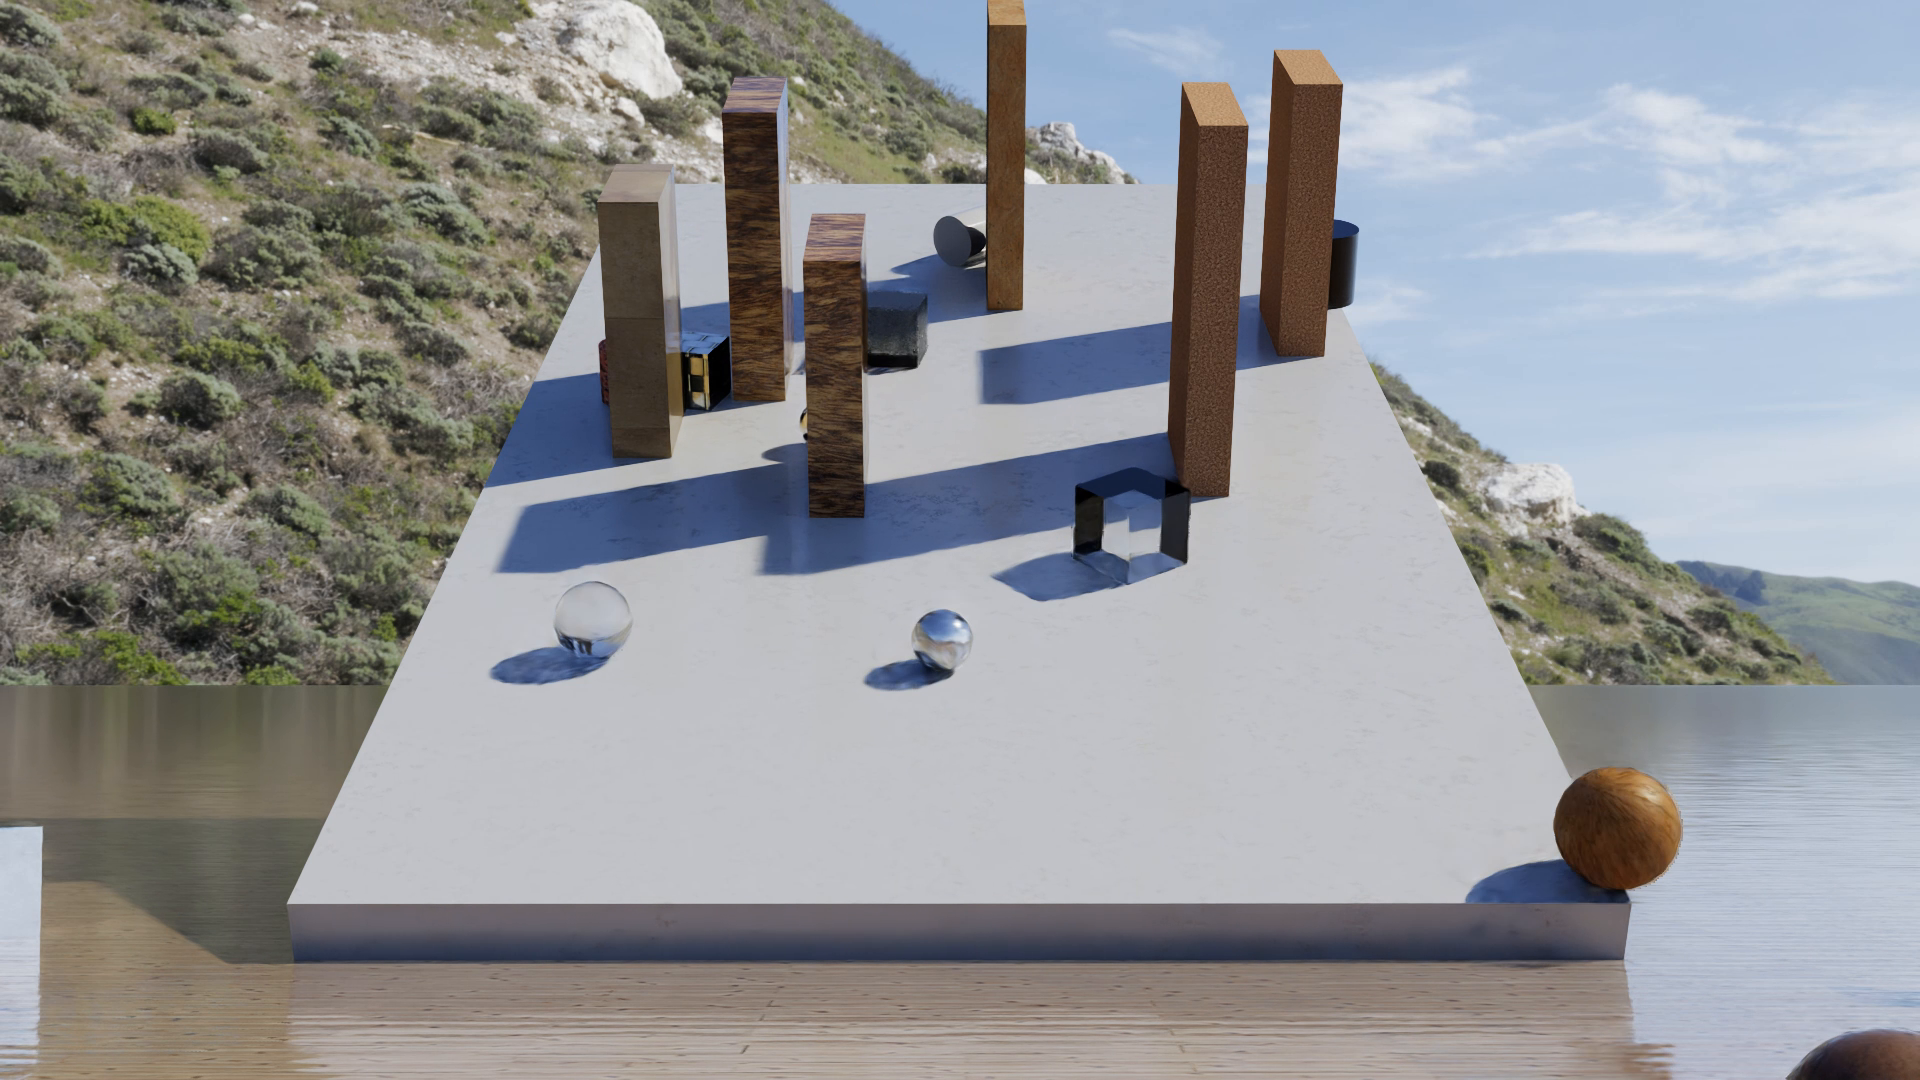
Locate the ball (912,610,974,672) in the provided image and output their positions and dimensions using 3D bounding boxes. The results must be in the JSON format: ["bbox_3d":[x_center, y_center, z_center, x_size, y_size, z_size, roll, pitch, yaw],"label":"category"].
[{"bbox_3d":[-0.031,0.178,4.136,0.111,0.111,0.111,0,-3,0],"label":"ball"}]

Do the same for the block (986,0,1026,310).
[{"bbox_3d":[0.116,-1.005,6.026,0.091,0.733,0.376,0,24,0],"label":"block"}]

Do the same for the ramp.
[{"bbox_3d":[-0.008,-0.228,5.306,2.000,0.100,4.000,0,24,0],"label":"ramp"}]

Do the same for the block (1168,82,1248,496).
[{"bbox_3d":[0.515,-0.527,4.887,0.097,0.789,0.373,0,24,0],"label":"block"}]

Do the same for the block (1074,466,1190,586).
[{"bbox_3d":[0.335,-0.029,4.546,0.158,0.158,0.158,-18,30,-35],"label":"block"}]

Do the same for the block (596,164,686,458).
[{"bbox_3d":[-0.692,-0.502,5.089,0.127,0.574,0.303,0,24,0],"label":"block"}]

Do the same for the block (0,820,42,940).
[{"bbox_3d":[-1.619,0.560,3.825,0.182,0.182,0.182,2,-4,-28],"label":"block"}]

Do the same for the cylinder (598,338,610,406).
[{"bbox_3d":[-0.765,-0.390,5.377,0.134,0.134,0.134,0,24,0],"label":"cylinder"}]

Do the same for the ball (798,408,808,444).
[{"bbox_3d":[-0.300,-0.252,5.104,0.107,0.107,0.107,0,-3,0],"label":"ball"}]

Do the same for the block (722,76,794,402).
[{"bbox_3d":[-0.465,-0.702,5.413,0.121,0.677,0.349,0,24,0],"label":"block"}]

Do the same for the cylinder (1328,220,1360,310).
[{"bbox_3d":[0.937,-0.720,6.059,0.190,0.190,0.190,0,24,0],"label":"cylinder"}]

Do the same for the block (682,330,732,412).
[{"bbox_3d":[-0.620,-0.392,5.380,0.138,0.138,0.138,7,25,14],"label":"block"}]

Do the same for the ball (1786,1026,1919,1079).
[{"bbox_3d":[0.681,0.441,1.699,0.167,0.167,0.167,0,-3,0],"label":"ball"}]

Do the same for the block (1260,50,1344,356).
[{"bbox_3d":[0.833,-0.830,5.716,0.114,0.670,0.375,0,24,0],"label":"block"}]

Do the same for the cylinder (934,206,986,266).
[{"bbox_3d":[0.025,-0.833,6.369,0.139,0.139,0.139,-3,15,45],"label":"cylinder"}]

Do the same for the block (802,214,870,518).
[{"bbox_3d":[-0.253,-0.364,4.814,0.112,0.547,0.333,0,24,0],"label":"block"}]

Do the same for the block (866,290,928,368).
[{"bbox_3d":[-0.162,-0.510,5.639,0.143,0.143,0.143,4,24,9],"label":"block"}]

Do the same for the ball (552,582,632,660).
[{"bbox_3d":[-0.658,0.145,4.169,0.142,0.142,0.142,0,-3,0],"label":"ball"}]

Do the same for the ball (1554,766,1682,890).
[{"bbox_3d":[0.984,0.431,3.484,0.184,0.184,0.184,0,-3,0],"label":"ball"}]
